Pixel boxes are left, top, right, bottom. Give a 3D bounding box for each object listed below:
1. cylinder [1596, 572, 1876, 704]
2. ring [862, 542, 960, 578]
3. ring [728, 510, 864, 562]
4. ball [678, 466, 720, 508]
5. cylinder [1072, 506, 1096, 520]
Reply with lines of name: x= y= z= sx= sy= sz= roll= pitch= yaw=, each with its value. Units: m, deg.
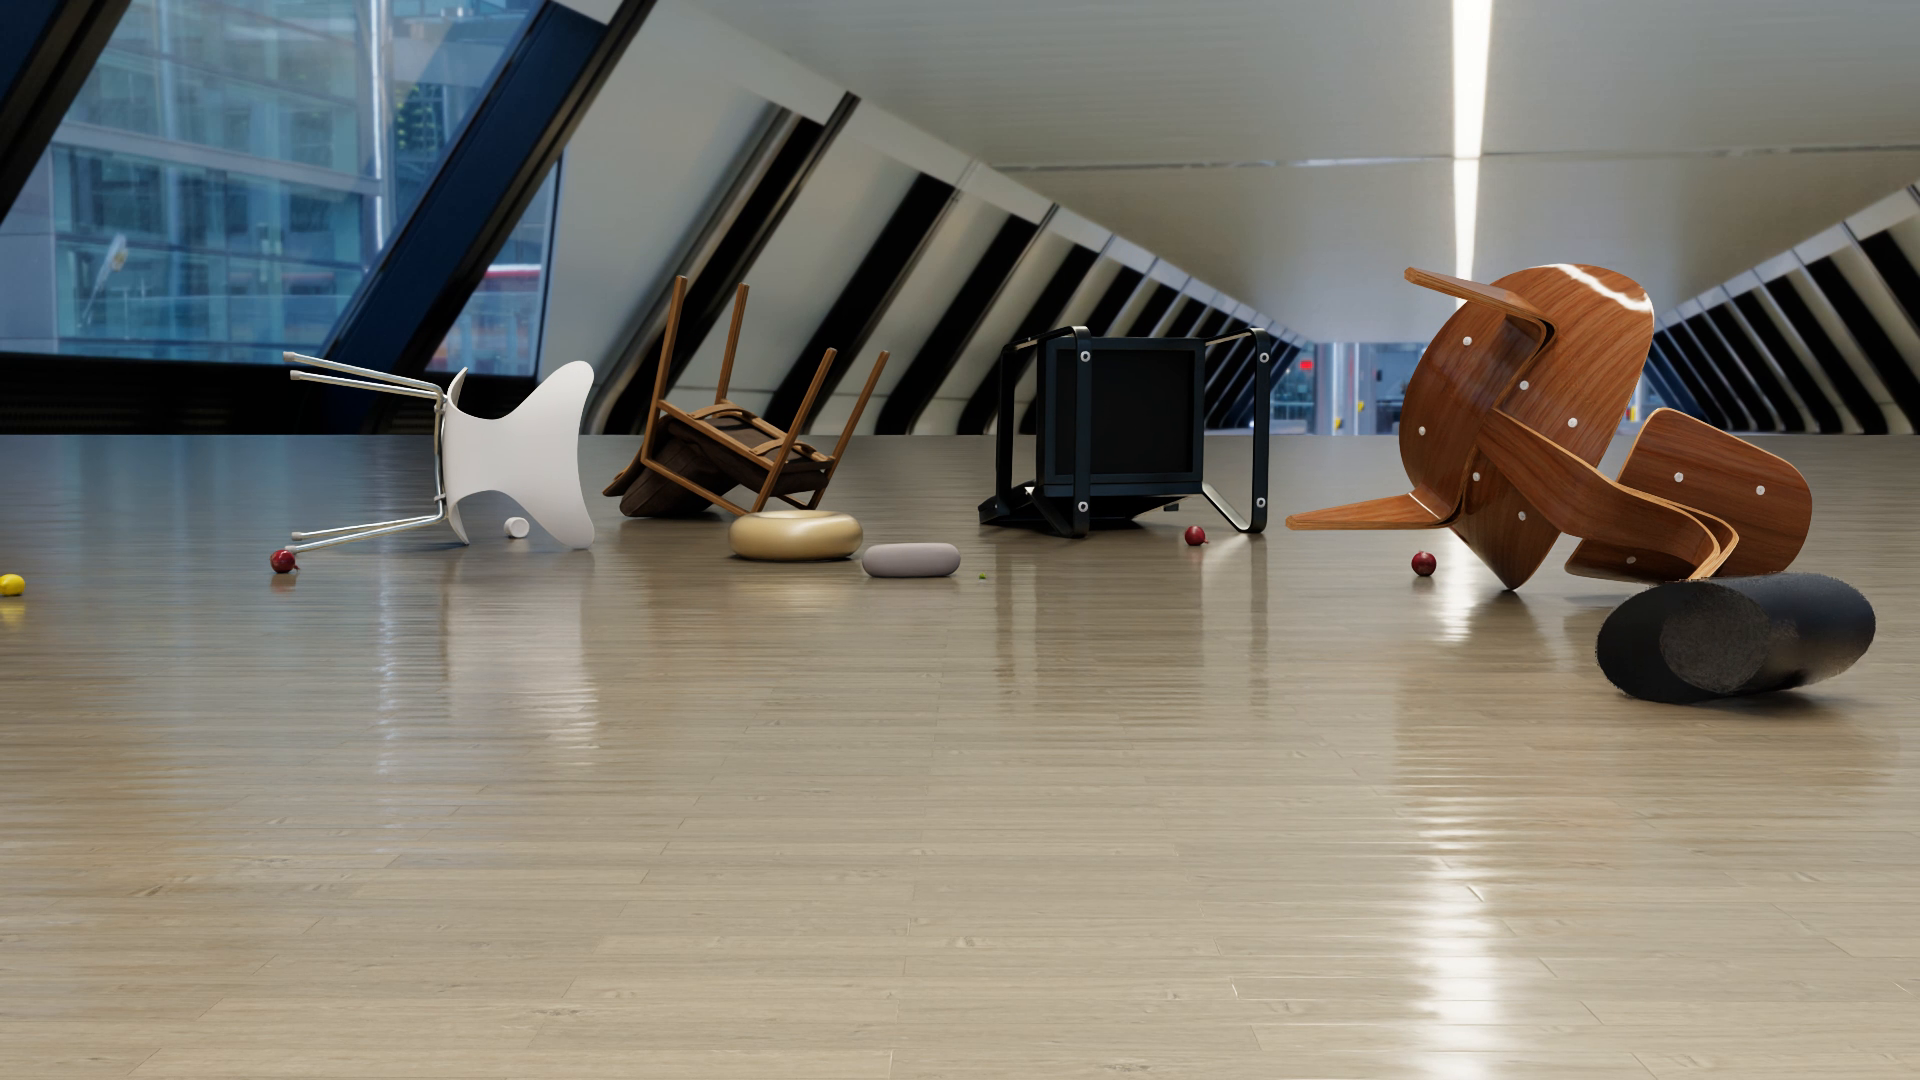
cylinder: x=1.125 y=0.141 z=3.195 sx=0.261 sy=0.171 sz=0.291 roll=-3 pitch=-8 yaw=-37
ring: x=-0.117 y=0.048 z=5.281 sx=0.241 sy=0.078 sz=0.125 roll=-2 pitch=2 yaw=-11
ring: x=-0.440 y=-0.012 z=5.890 sx=0.361 sy=0.115 sz=0.451 roll=-2 pitch=5 yaw=-11
ball: x=-0.978 y=-0.198 z=8.258 sx=0.160 sy=0.160 sz=0.160 roll=0 pitch=4 yaw=0
cylinder: x=0.427 y=-0.094 z=7.539 sx=0.066 sy=0.051 sz=0.048 roll=1 pitch=1 yaw=-41
